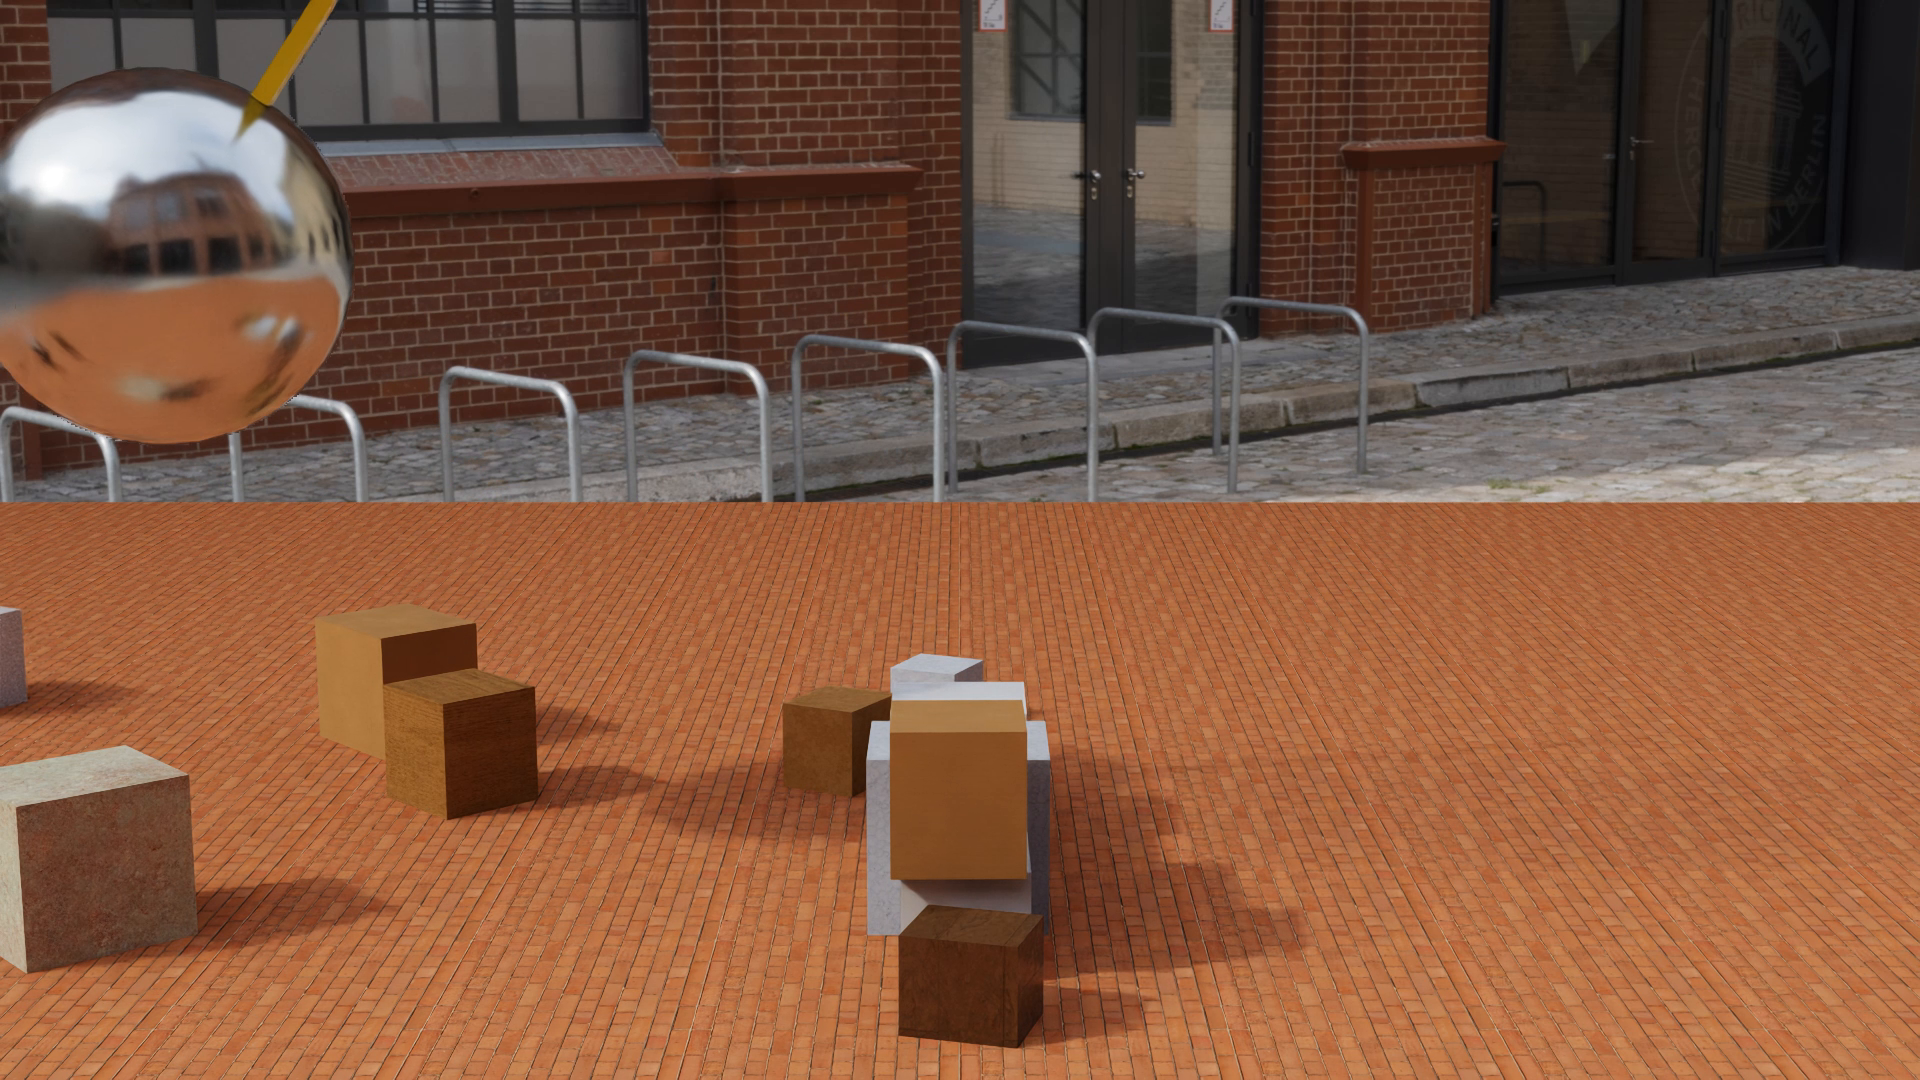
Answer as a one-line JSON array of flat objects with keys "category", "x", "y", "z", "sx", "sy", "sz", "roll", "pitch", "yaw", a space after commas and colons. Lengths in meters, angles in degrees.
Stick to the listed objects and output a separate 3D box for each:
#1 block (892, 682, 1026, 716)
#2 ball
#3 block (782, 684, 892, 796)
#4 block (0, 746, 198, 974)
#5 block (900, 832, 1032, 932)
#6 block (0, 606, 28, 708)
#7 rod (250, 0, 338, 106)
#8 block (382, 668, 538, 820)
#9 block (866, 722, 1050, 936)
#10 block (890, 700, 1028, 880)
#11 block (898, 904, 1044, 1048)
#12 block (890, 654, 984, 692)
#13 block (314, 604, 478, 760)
[{"category": "block", "x": -0.006, "y": 1.051, "z": 11.975, "sx": 0.619, "sy": 0.649, "sz": 0.623, "roll": 0, "pitch": 10, "yaw": 0}, {"category": "ball", "x": -3.407, "y": -1.209, "z": 10.960, "sx": 1.600, "sy": 1.600, "sz": 1.600, "roll": 0, "pitch": 10, "yaw": 0}, {"category": "block", "x": -0.600, "y": 1.001, "z": 12.863, "sx": 0.398, "sy": 0.428, "sz": 0.447, "roll": 5, "pitch": 12, "yaw": 28}, {"category": "block", "x": -3.622, "y": 1.295, "z": 10.536, "sx": 0.715, "sy": 0.683, "sz": 0.622, "roll": -9, "pitch": 14, "yaw": -40}, {"category": "block", "x": 0.023, "y": 1.463, "z": 10.267, "sx": 0.507, "sy": 0.449, "sz": 0.550, "roll": 0, "pitch": 10, "yaw": 0}, {"category": "block", "x": -5.652, "y": 0.670, "z": 14.396, "sx": 0.541, "sy": 0.531, "sz": 0.532, "roll": 5, "pitch": 12, "yaw": 27}, {"category": "rod", "x": -1.476, "y": -3.963, "z": 10.460, "sx": 0.080, "sy": 5.200, "sz": 0.080, "roll": 34, "pitch": 9, "yaw": -6}, {"category": "block", "x": -2.441, "y": 0.988, "z": 12.542, "sx": 0.518, "sy": 0.568, "sz": 0.544, "roll": -10, "pitch": 14, "yaw": -42}, {"category": "block", "x": -0.007, "y": 1.207, "z": 10.839, "sx": 0.749, "sy": 0.747, "sz": 0.637, "roll": 0, "pitch": 10, "yaw": 0}, {"category": "block", "x": -0.009, "y": 0.974, "z": 10.074, "sx": 0.524, "sy": 0.583, "sz": 0.514, "roll": 0, "pitch": 10, "yaw": -1}, {"category": "block", "x": 0.045, "y": 1.622, "z": 9.564, "sx": 0.454, "sy": 0.387, "sz": 0.376, "roll": 3, "pitch": 11, "yaw": 16}, {"category": "block", "x": -0.125, "y": 0.837, "z": 14.058, "sx": 0.383, "sy": 0.324, "sz": 0.383, "roll": 5, "pitch": 11, "yaw": 24}, {"category": "block", "x": -2.994, "y": 0.745, "z": 13.656, "sx": 0.565, "sy": 0.649, "sz": 0.696, "roll": -9, "pitch": 14, "yaw": -41}]
